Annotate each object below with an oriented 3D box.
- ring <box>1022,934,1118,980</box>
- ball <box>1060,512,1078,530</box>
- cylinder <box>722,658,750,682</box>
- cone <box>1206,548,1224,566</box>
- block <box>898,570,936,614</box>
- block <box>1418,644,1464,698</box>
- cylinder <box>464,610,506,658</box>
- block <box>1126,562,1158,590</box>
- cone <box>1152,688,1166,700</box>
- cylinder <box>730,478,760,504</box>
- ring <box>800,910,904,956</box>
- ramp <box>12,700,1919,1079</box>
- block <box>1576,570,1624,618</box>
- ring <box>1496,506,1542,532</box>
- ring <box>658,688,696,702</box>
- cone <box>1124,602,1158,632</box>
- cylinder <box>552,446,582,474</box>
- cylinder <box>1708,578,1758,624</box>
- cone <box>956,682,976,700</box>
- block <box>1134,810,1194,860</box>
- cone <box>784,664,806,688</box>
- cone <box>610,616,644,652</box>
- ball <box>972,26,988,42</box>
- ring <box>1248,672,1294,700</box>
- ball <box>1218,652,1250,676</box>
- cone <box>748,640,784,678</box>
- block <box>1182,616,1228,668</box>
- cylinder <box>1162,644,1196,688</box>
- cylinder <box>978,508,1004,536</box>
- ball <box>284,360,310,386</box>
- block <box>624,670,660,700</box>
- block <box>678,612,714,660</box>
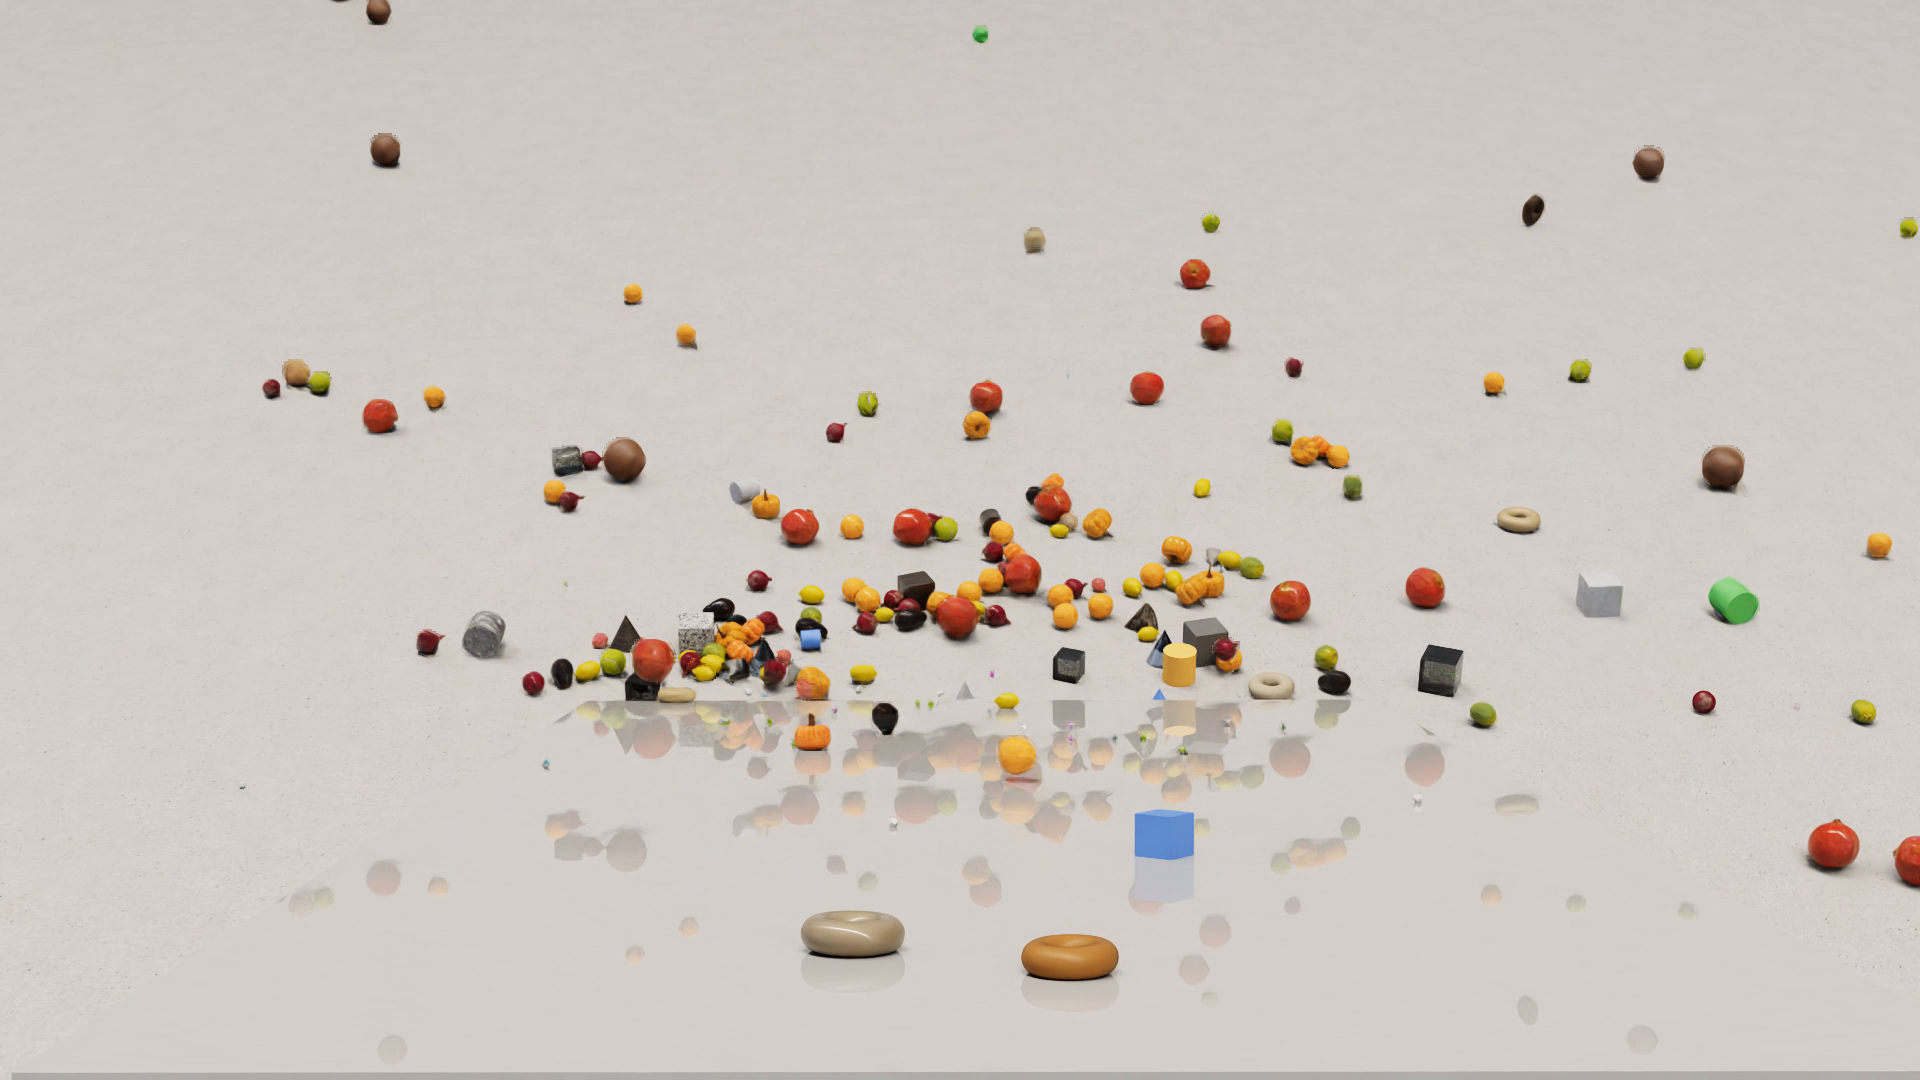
[{"bbox_3d":[0.130,0.493,3.051,0.116,0.039,0.116,-1,3,0],"label":"ring"},{"bbox_3d":[0.323,-0.055,7.695,0.054,0.054,0.054,0,25,0],"label":"ball"},{"bbox_3d":[-0.596,0.345,6.837,0.057,0.057,0.057,-13,28,-26],"label":"cylinder"},{"bbox_3d":[0.735,0.058,7.489,0.052,0.052,0.052,7,53,14],"label":"cone"},{"bbox_3d":[-0.123,0.146,7.234,0.081,0.081,0.081,-10,27,-20],"label":"block"},{"bbox_3d":[1.267,0.345,6.792,0.094,0.094,0.094,10,27,20],"label":"block"},{"bbox_3d":[-1.288,0.255,6.982,0.096,0.096,0.096,1,25,2],"label":"cylinder"},{"bbox_3d":[0.519,0.119,7.360,0.066,0.066,0.066,-32,20,19],"label":"block"},{"bbox_3d":[0.517,0.410,6.693,0.060,0.060,0.060,0,25,0],"label":"cone"},{"bbox_3d":[-0.657,-0.152,7.889,0.066,0.066,0.066,-18,30,-33],"label":"cylinder"},{"bbox_3d":[-0.133,0.487,3.191,0.130,0.043,0.130,1,1,0],"label":"ring"},{"bbox_3d":[0.057,0.517,4.557,2.000,0.100,4.000,0,2,0],"label":"ramp"},{"bbox_3d":[1.787,0.151,7.204,0.096,0.096,0.096,-2,25,-4],"label":"block"},{"bbox_3d":[1.675,-0.062,7.725,0.130,0.043,0.130,0,24,0],"label":"ring"},{"bbox_3d":[-0.717,0.392,6.524,0.099,0.033,0.099,1,3,0],"label":"ring"},{"bbox_3d":[0.488,0.227,7.111,0.086,0.086,0.086,-19,17,24],"label":"cone"},{"bbox_3d":[-1.233,-0.250,8.085,0.078,0.078,0.078,-9,27,-19],"label":"cylinder"},{"bbox_3d":[2.149,0.169,7.165,0.098,0.098,0.098,-6,26,-13],"label":"cylinder"},{"bbox_3d":[0.013,0.392,6.736,0.054,0.054,0.054,-2,26,1],"label":"cone"},{"bbox_3d":[0.314,0.452,3.958,0.066,0.066,0.066,1,2,38],"label":"block"},{"bbox_3d":[-0.447,0.369,6.821,0.059,0.059,0.059,19,57,34],"label":"cone"},{"bbox_3d":[-0.907,0.244,7.010,0.093,0.093,0.093,0,25,0],"label":"cone"},{"bbox_3d":[0.104,-2.549,13.007,0.078,0.078,0.078,0,25,0],"label":"ball"},{"bbox_3d":[0.818,0.385,6.771,0.122,0.041,0.122,-1,25,1],"label":"ring"},{"bbox_3d":[0.735,0.346,6.906,0.088,0.088,0.088,0,25,0],"label":"ball"},{"bbox_3d":[-0.522,0.303,6.878,0.097,0.097,0.097,0,25,0],"label":"cone"},{"bbox_3d":[0.661,0.275,6.942,0.094,0.094,0.094,-7,26,-16],"label":"block"},{"bbox_3d":[0.581,0.332,6.830,0.087,0.087,0.087,0,25,0],"label":"cylinder"},{"bbox_3d":[0.093,-0.053,7.681,0.063,0.063,0.063,-5,27,-10],"label":"cylinder"},{"bbox_3d":[-2.253,-0.566,8.752,0.087,0.087,0.087,0,25,0],"label":"ball"},{"bbox_3d":[-0.829,0.389,6.730,0.067,0.067,0.067,8,26,17],"label":"block"},{"bbox_3d":[-0.712,0.260,6.974,0.094,0.094,0.094,-2,25,-4],"label":"block"}]
